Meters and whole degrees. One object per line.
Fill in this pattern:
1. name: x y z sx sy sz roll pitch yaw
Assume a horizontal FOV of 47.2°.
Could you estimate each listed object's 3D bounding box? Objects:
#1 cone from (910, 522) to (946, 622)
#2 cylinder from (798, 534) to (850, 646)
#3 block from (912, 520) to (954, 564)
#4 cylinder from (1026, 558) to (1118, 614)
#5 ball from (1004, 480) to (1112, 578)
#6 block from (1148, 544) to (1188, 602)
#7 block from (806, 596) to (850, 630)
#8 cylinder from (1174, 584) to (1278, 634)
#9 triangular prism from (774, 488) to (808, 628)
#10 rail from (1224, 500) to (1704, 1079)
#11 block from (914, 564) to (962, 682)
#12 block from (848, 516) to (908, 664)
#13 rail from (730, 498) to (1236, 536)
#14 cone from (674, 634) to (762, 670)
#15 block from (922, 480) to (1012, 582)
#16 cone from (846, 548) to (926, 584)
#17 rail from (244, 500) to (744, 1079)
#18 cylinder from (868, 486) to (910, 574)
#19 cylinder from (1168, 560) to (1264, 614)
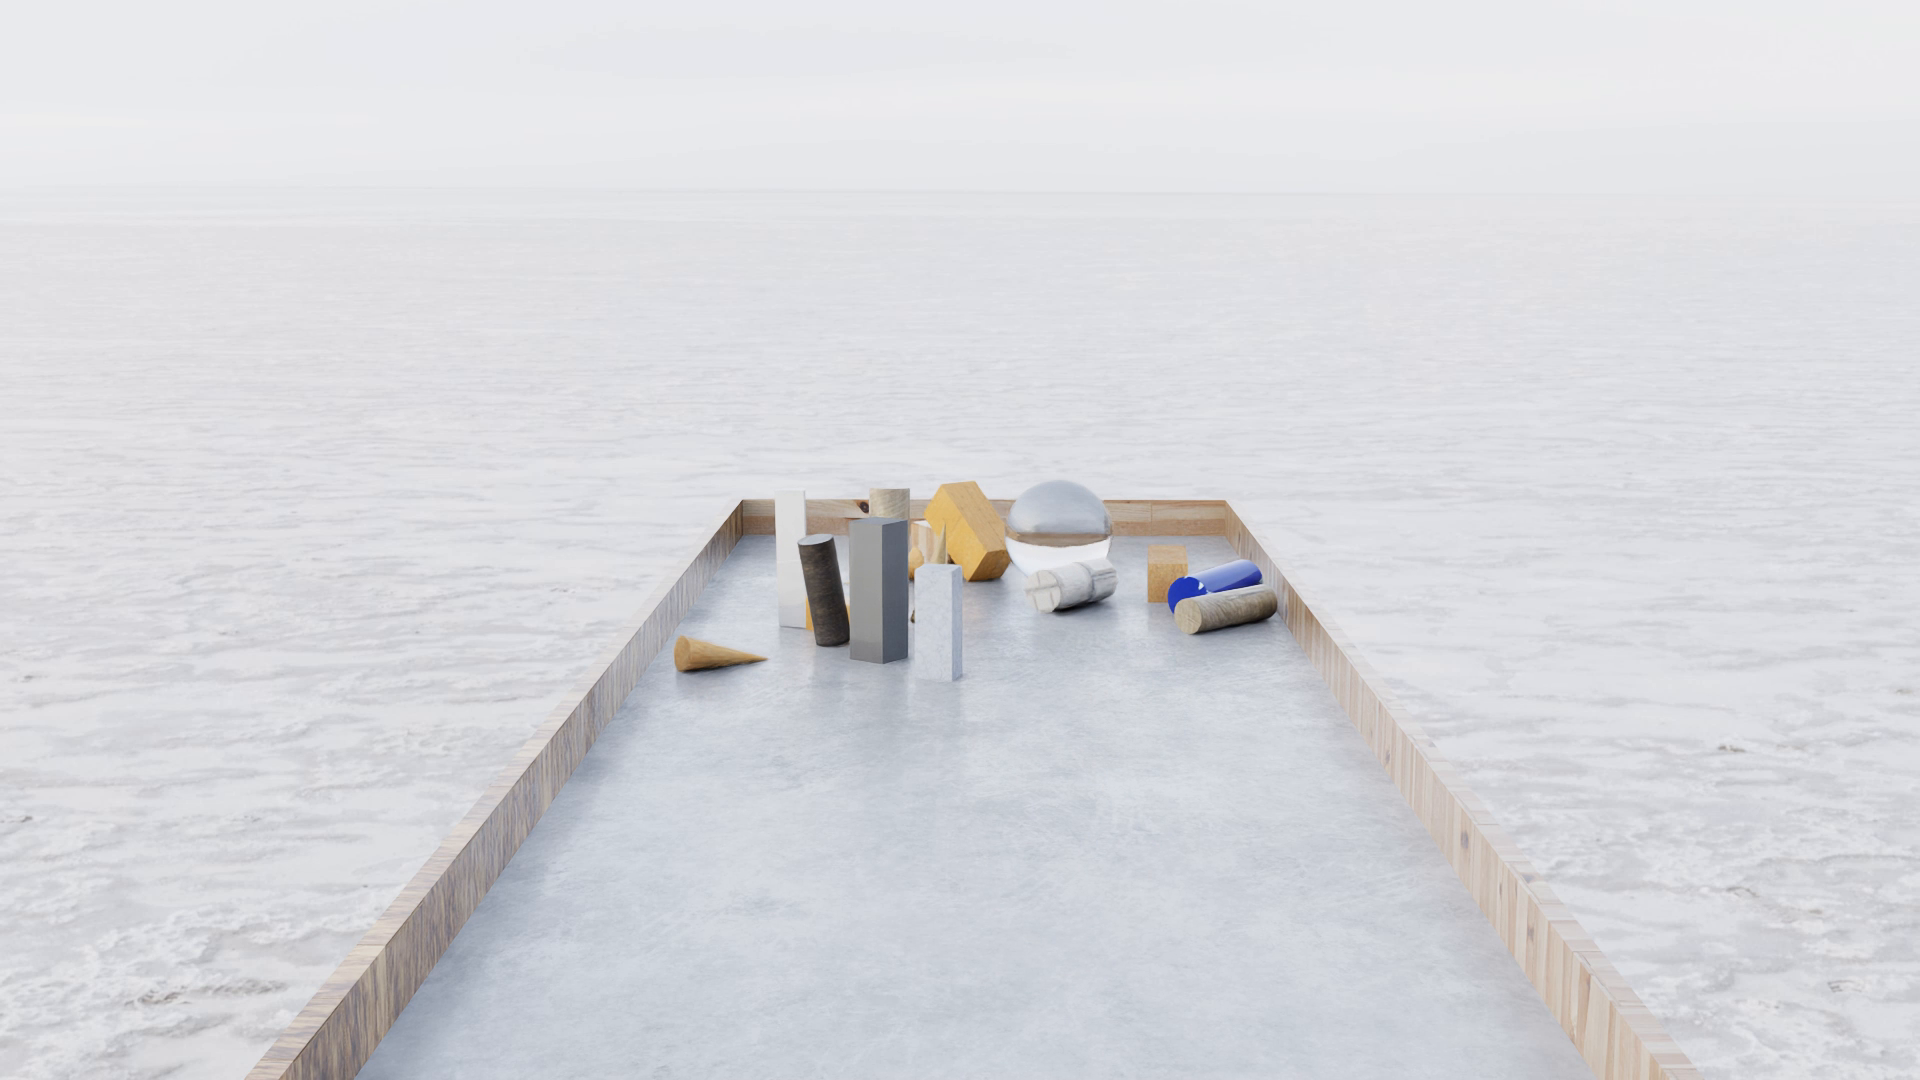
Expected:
1. cone: -0.075 0.104 7.186 0.125 0.348 0.125 9 13 -2
2. cylinder: -0.424 0.157 6.893 0.114 0.336 0.114 -9 16 2
3. block: -0.051 0.021 8.397 0.151 0.151 0.318 -4 10 -26
4. cylinder: 0.385 0.155 7.562 0.147 0.147 0.343 7 11 37
5. ball: 0.354 -0.023 7.911 0.389 0.389 0.389 0 9 0
6. block: 0.737 0.118 7.825 0.137 0.137 0.408 1 9 5
7. block: -0.334 0.252 7.070 0.108 0.108 0.368 -9 13 -44
8. cylinder: 0.874 0.226 7.216 0.383 0.116 0.116 -8 12 -42
9. triangular prism: -0.528 0.055 7.219 0.114 0.450 0.098 2 8 27
10. rail: 1.046 0.843 3.208 0.050 0.150 12.000 0 9 1
11. block: -0.062 0.241 6.452 0.112 0.326 0.112 3 9 16
12. block: -0.248 0.151 6.694 0.126 0.426 0.126 6 11 36
13. rail: 0.099 -0.098 9.147 2.100 0.150 0.050 0 9 1
14. cone: -0.701 0.352 6.623 0.305 0.104 0.104 9 2 -36
15. block: 0.041 -0.034 8.121 0.165 0.165 0.339 -8 53 -40
16. cone: -0.287 0.123 8.043 0.306 0.122 0.122 -16 14 -20
17. rail: -1.004 0.839 3.234 0.050 0.150 12.000 0 9 1
18. cylinder: -0.234 0.050 7.243 0.135 0.445 0.135 1 4 0
19. cylinder: 0.869 0.170 7.453 0.153 0.153 0.415 6 11 33
